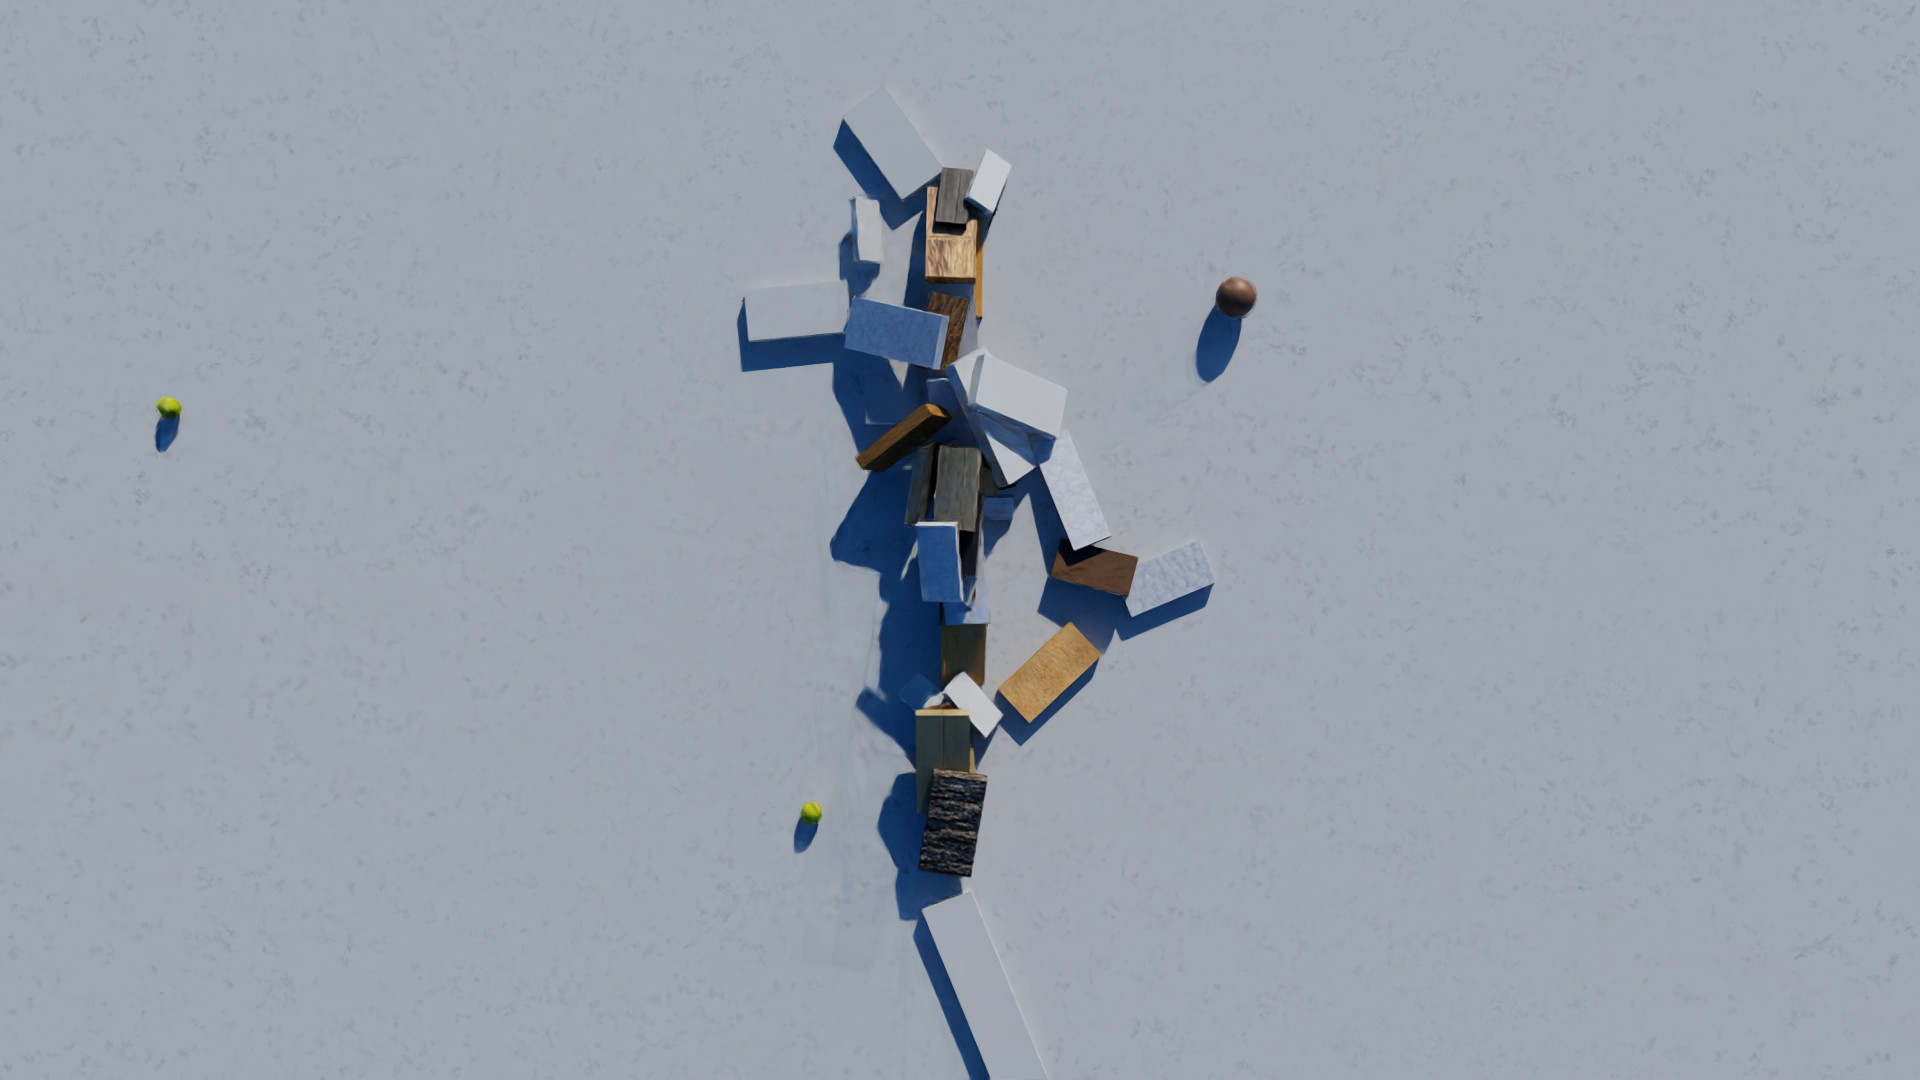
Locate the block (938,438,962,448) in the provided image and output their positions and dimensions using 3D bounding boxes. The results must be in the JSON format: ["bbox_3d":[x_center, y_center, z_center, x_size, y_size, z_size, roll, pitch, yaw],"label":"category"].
[{"bbox_3d":[-0.023,-0.251,5.459,0.082,0.023,0.165,-14,107,8],"label":"block"}]

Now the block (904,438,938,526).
[{"bbox_3d":[-0.127,-0.190,5.400,0.037,0.132,0.264,13,105,10],"label":"block"}]

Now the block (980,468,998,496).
[{"bbox_3d":[0.040,-0.195,5.428,0.166,0.024,0.083,3,109,-3],"label":"block"}]

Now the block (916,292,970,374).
[{"bbox_3d":[-0.056,-0.672,5.362,0.125,0.035,0.249,12,101,-1],"label":"block"}]

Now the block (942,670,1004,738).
[{"bbox_3d":[0.041,0.542,5.433,0.211,0.030,0.105,49,59,-16],"label":"block"}]

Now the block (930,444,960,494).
[{"bbox_3d":[-0.046,-0.231,5.442,0.082,0.023,0.165,10,109,0],"label":"block"}]

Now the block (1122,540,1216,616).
[{"bbox_3d":[0.679,0.127,5.478,0.304,0.043,0.152,-23,90,0],"label":"block"}]

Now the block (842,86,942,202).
[{"bbox_3d":[-0.222,-1.314,5.476,0.172,0.049,0.344,-36,90,0],"label":"block"}]

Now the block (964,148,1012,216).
[{"bbox_3d":[0.092,-1.178,5.427,0.101,0.029,0.202,31,63,-23],"label":"block"}]

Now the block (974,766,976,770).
[{"bbox_3d":[-0.004,0.861,5.485,0.108,0.031,0.216,1,90,0],"label":"block"}]

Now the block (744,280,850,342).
[{"bbox_3d":[-0.536,-0.760,5.476,0.344,0.049,0.172,-5,90,0],"label":"block"}]

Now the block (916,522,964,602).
[{"bbox_3d":[-0.064,0.071,5.240,0.130,0.037,0.259,1,110,16],"label":"block"}]

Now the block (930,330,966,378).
[{"bbox_3d":[-0.040,-0.587,5.421,0.125,0.035,0.249,-5,104,1],"label":"block"}]

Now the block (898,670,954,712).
[{"bbox_3d":[-0.095,0.544,5.453,0.211,0.030,0.105,42,80,10],"label":"block"}]

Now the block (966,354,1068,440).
[{"bbox_3d":[0.189,-0.465,5.373,0.341,0.048,0.171,20,74,-31],"label":"block"}]

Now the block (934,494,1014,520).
[{"bbox_3d":[0.044,-0.110,5.465,0.263,0.024,0.083,1,121,-1],"label":"block"}]

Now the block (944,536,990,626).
[{"bbox_3d":[0.013,0.127,5.349,0.144,0.041,0.289,-4,95,0],"label":"block"}]

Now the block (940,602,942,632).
[{"bbox_3d":[0.007,0.161,5.427,0.144,0.041,0.289,-1,109,0],"label":"block"}]

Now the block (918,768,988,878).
[{"bbox_3d":[-0.025,0.925,5.387,0.174,0.049,0.347,8,107,-4],"label":"block"}]

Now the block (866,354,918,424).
[{"bbox_3d":[-0.227,-0.558,5.476,0.172,0.049,0.344,0,90,0],"label":"block"}]

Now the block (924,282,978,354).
[{"bbox_3d":[-0.027,-0.692,5.440,0.164,0.047,0.329,-4,103,1],"label":"block"}]

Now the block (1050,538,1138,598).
[{"bbox_3d":[0.445,0.092,5.449,0.264,0.037,0.132,14,79,9],"label":"block"}]

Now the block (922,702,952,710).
[{"bbox_3d":[-0.055,0.642,5.395,0.105,0.030,0.211,-14,105,3],"label":"block"}]

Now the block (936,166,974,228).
[{"bbox_3d":[-0.019,-1.123,5.407,0.101,0.029,0.203,6,72,2],"label":"block"}]

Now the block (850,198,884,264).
[{"bbox_3d":[-0.308,-1.022,5.456,0.101,0.029,0.203,-3,90,-41],"label":"block"}]

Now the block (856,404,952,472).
[{"bbox_3d":[-0.183,-0.331,5.374,0.304,0.152,0.043,-37,74,20],"label":"block"}]

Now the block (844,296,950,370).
[{"bbox_3d":[-0.208,-0.675,5.364,0.341,0.048,0.171,16,101,26],"label":"block"}]

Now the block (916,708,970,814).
[{"bbox_3d":[-0.056,0.722,5.375,0.174,0.049,0.347,-1,107,-1],"label":"block"}]

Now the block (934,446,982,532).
[{"bbox_3d":[-0.008,-0.163,5.221,0.130,0.037,0.259,5,94,16],"label":"block"}]

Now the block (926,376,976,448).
[{"bbox_3d":[-0.030,-0.417,5.432,0.125,0.035,0.249,-9,113,3],"label":"block"}]

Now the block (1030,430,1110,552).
[{"bbox_3d":[0.366,-0.164,5.456,0.132,0.037,0.384,-22,82,0],"label":"block"}]

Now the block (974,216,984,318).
[{"bbox_3d":[-0.007,-0.906,5.477,0.164,0.047,0.328,0,90,0],"label":"block"}]

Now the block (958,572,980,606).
[{"bbox_3d":[0.019,0.149,5.301,0.057,0.016,0.114,17,94,7],"label":"block"}]

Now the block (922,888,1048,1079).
[{"bbox_3d":[0.082,1.503,5.475,0.174,0.049,0.671,-22,90,0],"label":"block"}]

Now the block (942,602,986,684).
[{"bbox_3d":[0.012,0.333,5.437,0.144,0.041,0.289,1,107,-1],"label":"block"}]

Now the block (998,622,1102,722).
[{"bbox_3d":[0.298,0.438,5.478,0.329,0.043,0.152,-43,90,0],"label":"block"}]

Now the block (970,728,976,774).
[{"bbox_3d":[-0.007,0.713,5.458,0.108,0.031,0.216,-3,84,0],"label":"block"}]

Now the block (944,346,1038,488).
[{"bbox_3d":[0.104,-0.401,5.386,0.171,0.048,0.432,-35,104,-43],"label":"block"}]

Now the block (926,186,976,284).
[{"bbox_3d":[-0.028,-0.999,5.405,0.164,0.047,0.329,1,72,0],"label":"block"}]

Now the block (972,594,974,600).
[{"bbox_3d":[0.019,0.137,5.321,0.057,0.016,0.114,0,95,-1],"label":"block"}]

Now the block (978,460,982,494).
[{"bbox_3d":[-0.003,-0.166,5.319,0.131,0.037,0.262,3,112,-1],"label":"block"}]

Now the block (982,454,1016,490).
[{"bbox_3d":[0.123,-0.249,5.488,0.083,0.024,0.167,-14,90,0],"label":"block"}]

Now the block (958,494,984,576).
[{"bbox_3d":[0.002,-0.020,5.274,0.130,0.037,0.259,5,92,14],"label":"block"}]
